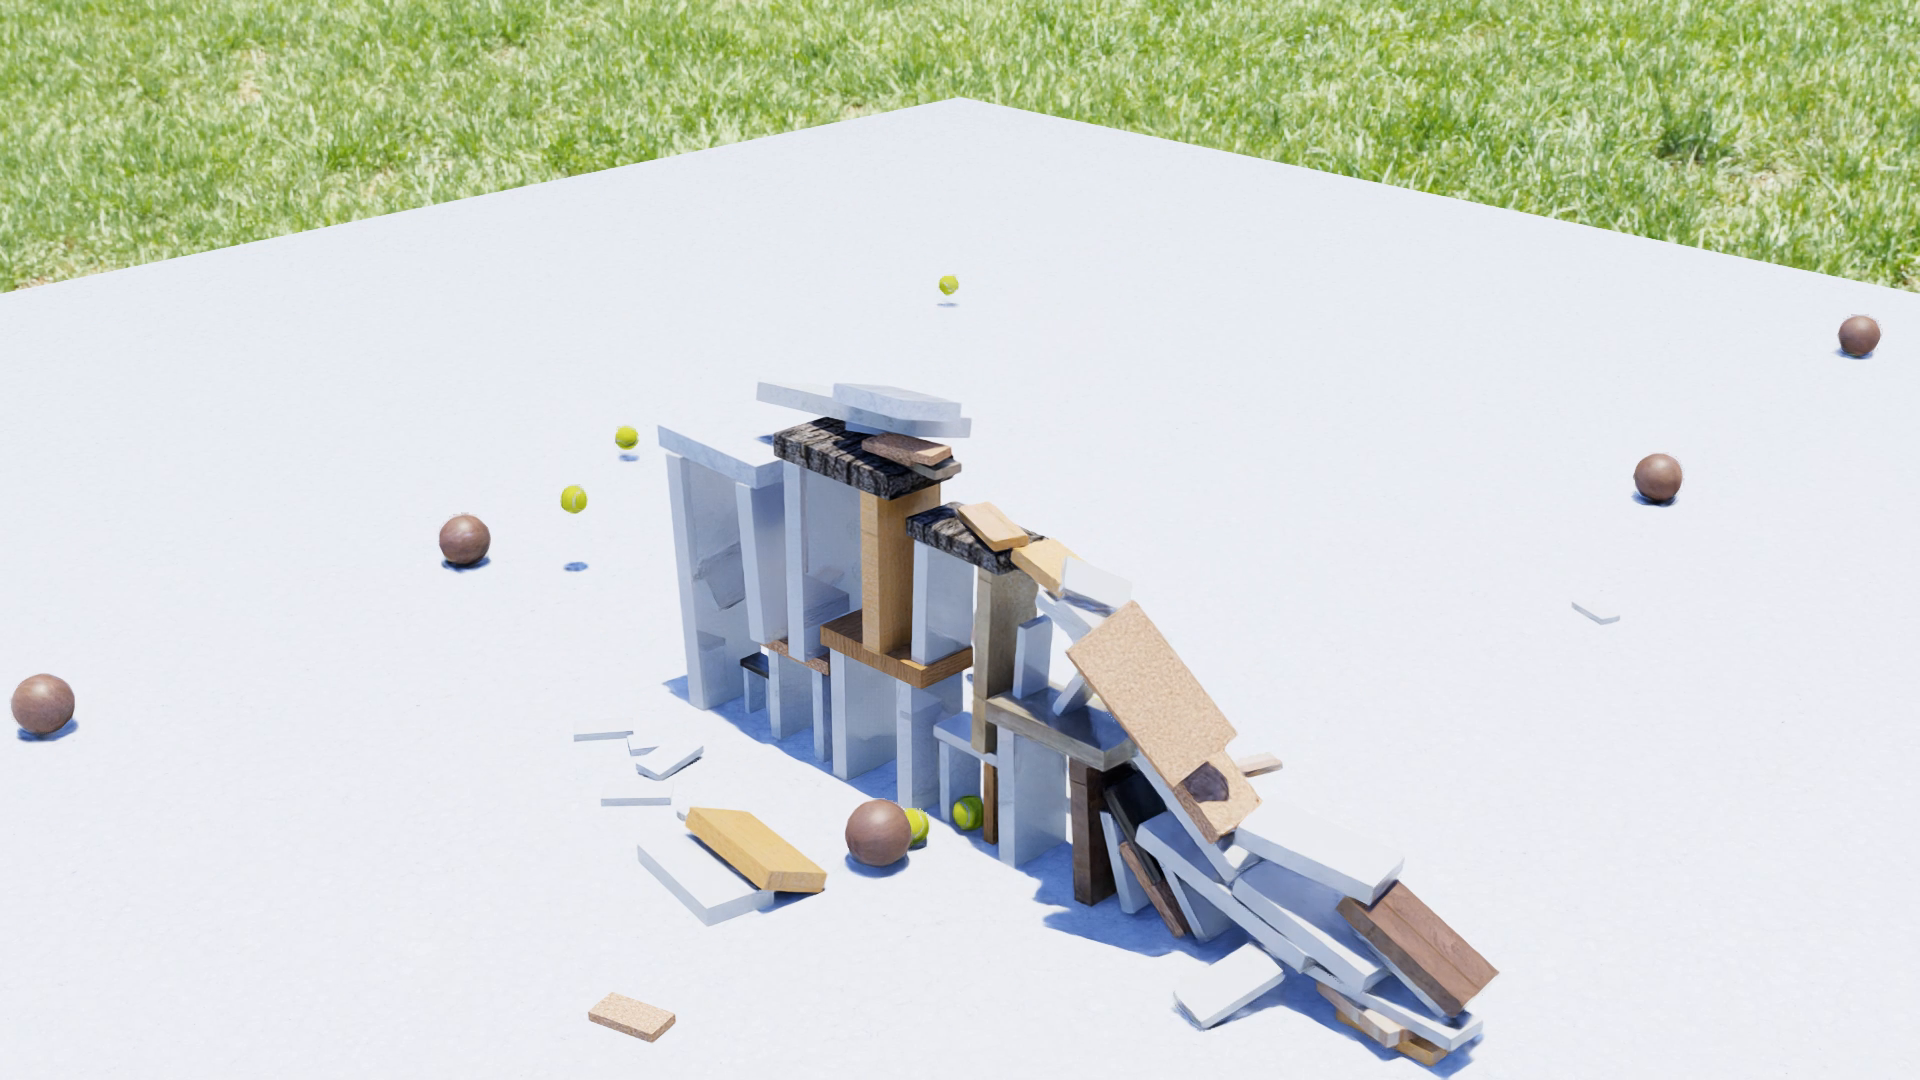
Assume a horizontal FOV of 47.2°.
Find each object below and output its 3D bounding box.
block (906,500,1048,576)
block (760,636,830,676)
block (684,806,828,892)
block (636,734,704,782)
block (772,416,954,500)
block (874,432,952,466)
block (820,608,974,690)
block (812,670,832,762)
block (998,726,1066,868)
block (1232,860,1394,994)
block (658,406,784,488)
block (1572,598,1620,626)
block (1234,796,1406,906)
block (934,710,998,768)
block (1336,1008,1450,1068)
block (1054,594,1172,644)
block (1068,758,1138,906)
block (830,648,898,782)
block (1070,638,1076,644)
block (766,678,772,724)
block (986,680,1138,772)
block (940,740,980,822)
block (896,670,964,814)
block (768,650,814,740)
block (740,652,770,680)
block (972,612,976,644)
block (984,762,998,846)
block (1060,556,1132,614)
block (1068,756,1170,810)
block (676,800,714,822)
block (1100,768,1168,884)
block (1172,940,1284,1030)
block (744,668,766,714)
[{"bbox_3d":[0.032,-0.006,4.195,0.130,0.037,0.261,-20,30,-39],"label":"block"},{"bbox_3d":[-0.313,0.224,4.651,0.212,0.030,0.106,21,30,40],"label":"block"},{"bbox_3d":[-0.394,0.595,4.232,0.142,0.040,0.283,11,12,-42],"label":"block"},{"bbox_3d":[-0.611,0.458,4.632,0.068,0.019,0.136,23,36,30],"label":"block"},{"bbox_3d":[-0.194,-0.168,4.357,0.171,0.048,0.342,-21,31,-40],"label":"block"},{"bbox_3d":[-0.089,-0.173,4.188,0.133,0.019,0.067,15,27,31],"label":"block"},{"bbox_3d":[-0.129,0.213,4.451,0.294,0.042,0.147,21,31,40],"label":"block"},{"bbox_3d":[-0.261,0.354,4.654,0.030,0.212,0.106,21,31,40],"label":"block"},{"bbox_3d":[0.141,0.473,4.265,0.042,0.297,0.148,20,30,41],"label":"block"},{"bbox_3d":[0.631,0.659,3.822,0.146,0.041,0.292,-19,43,-41],"label":"block"},{"bbox_3d":[-0.468,-0.199,4.652,0.173,0.049,0.347,-20,30,-38],"label":"block"},{"bbox_3d":[1.541,0.173,5.333,0.056,0.016,0.112,-10,25,-22],"label":"block"},{"bbox_3d":[0.618,0.533,3.787,0.261,0.037,0.131,22,30,28],"label":"block"},{"bbox_3d":[0.042,0.392,4.343,0.090,0.025,0.180,-20,30,-39],"label":"block"},{"bbox_3d":[0.753,0.829,3.771,0.195,0.028,0.098,21,31,40],"label":"block"},{"bbox_3d":[0.272,0.149,3.906,0.202,0.029,0.101,42,52,-3],"label":"block"},{"bbox_3d":[0.276,0.525,4.141,0.042,0.297,0.148,16,28,42],"label":"block"},{"bbox_3d":[-0.198,0.341,4.580,0.042,0.294,0.147,21,31,41],"label":"block"},{"bbox_3d":[0.246,0.181,4.035,0.076,0.022,0.152,-22,69,-39],"label":"block"},{"bbox_3d":[-0.399,0.344,4.809,0.016,0.110,0.055,21,31,41],"label":"block"},{"bbox_3d":[0.207,0.343,4.135,0.297,0.042,0.149,20,30,40],"label":"block"},{"bbox_3d":[0.001,0.470,4.422,0.090,0.180,0.025,-21,30,-40],"label":"block"},{"bbox_3d":[-0.060,0.395,4.452,0.042,0.294,0.147,21,31,41],"label":"block"},{"bbox_3d":[-0.361,0.315,4.747,0.030,0.212,0.106,20,30,39],"label":"block"},{"bbox_3d":[-0.424,0.276,4.808,0.110,0.016,0.055,21,31,41],"label":"block"},{"bbox_3d":[0.095,0.251,4.864,0.037,0.131,0.262,1,47,-29],"label":"block"},{"bbox_3d":[0.087,0.504,4.342,0.090,0.180,0.025,-21,31,-41],"label":"block"},{"bbox_3d":[0.241,0.083,3.892,0.134,0.019,0.067,22,54,-19],"label":"block"},{"bbox_3d":[0.344,0.439,4.431,0.042,0.149,0.299,-10,23,-42],"label":"block"},{"bbox_3d":[-0.506,0.562,4.412,0.064,0.018,0.128,-19,29,-38],"label":"block"},{"bbox_3d":[0.348,0.527,4.075,0.099,0.199,0.028,-20,-14,-41],"label":"block"},{"bbox_3d":[0.466,0.773,3.822,0.175,0.025,0.087,-28,42,-17],"label":"block"},{"bbox_3d":[-0.450,0.324,4.857,0.016,0.110,0.055,21,31,41],"label":"block"}]
